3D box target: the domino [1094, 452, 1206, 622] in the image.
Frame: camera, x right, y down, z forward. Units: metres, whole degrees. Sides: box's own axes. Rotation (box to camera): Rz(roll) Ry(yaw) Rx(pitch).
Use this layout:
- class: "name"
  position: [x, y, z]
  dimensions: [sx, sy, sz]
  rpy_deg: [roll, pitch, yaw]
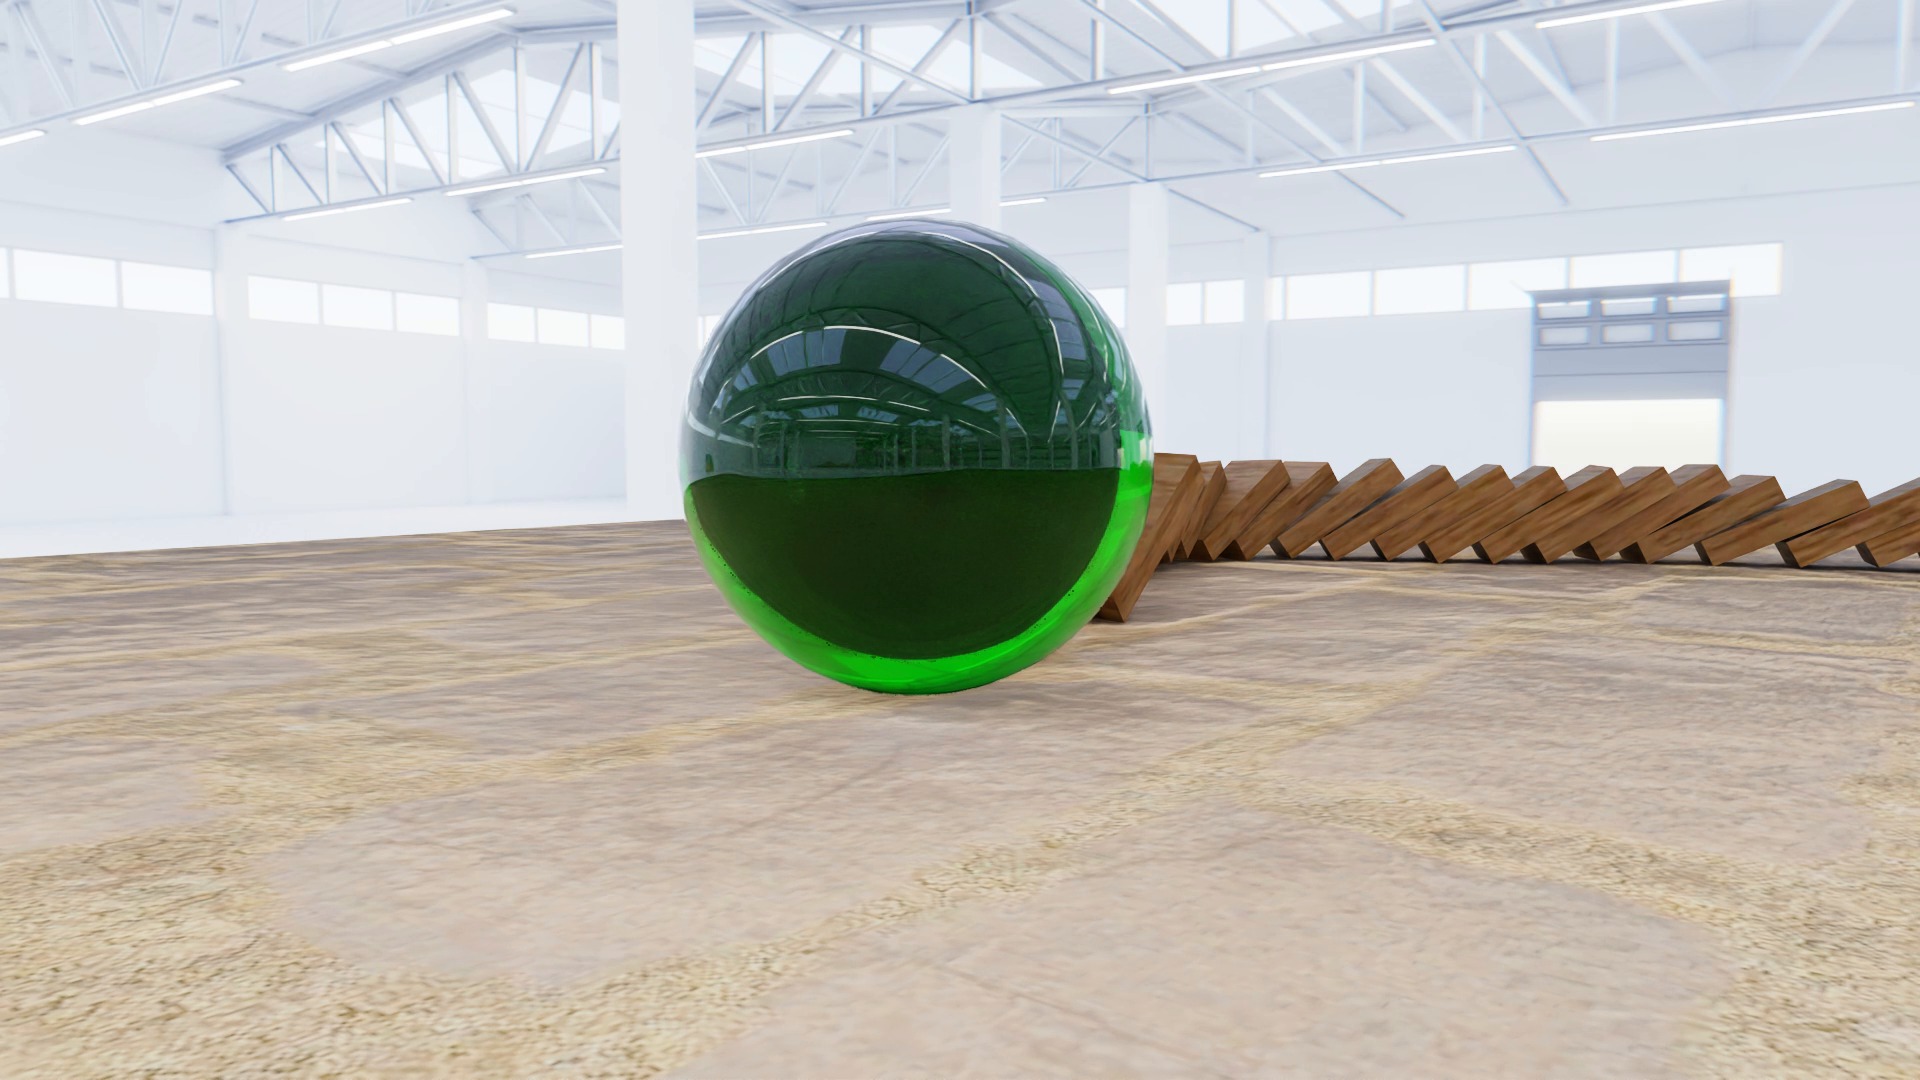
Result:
- class: "domino"
  position: [0.040, -0.002, 0.323]
  dimensions: [0.025, 0.009, 0.050]
  rpy_deg: [7, 48, 37]

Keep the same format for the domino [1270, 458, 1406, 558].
- class: "domino"
  position: [0.139, -0.012, 0.478]
  dimensions: [0.050, 0.009, 0.025]
  rpy_deg: [-35, 2, 2]

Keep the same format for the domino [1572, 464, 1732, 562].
- class: "domino"
  position: [0.246, -0.010, 0.462]
  dimensions: [0.050, 0.009, 0.025]
  rpy_deg: [-31, 0, 7]

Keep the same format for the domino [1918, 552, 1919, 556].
- class: "domino"
  position: [0.344, -0.003, 0.418]
  dimensions: [0.050, 0.009, 0.025]
  rpy_deg: [-24, -6, 25]

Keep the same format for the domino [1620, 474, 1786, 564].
- class: "domino"
  position: [0.264, -0.008, 0.460]
  dimensions: [0.050, 0.009, 0.025]
  rpy_deg: [-27, 0, 9]

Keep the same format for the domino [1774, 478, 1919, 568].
- class: "domino"
  position: [0.308, -0.007, 0.438]
  dimensions: [0.050, 0.009, 0.025]
  rpy_deg: [-29, -8, 21]

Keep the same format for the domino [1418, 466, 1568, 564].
- class: "domino"
  position: [0.191, -0.010, 0.464]
  dimensions: [0.050, 0.009, 0.025]
  rpy_deg: [-32, -1, 10]

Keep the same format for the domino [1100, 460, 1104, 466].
- class: "domino"
  position: [0.033, -0.002, 0.347]
  dimensions: [0.025, 0.009, 0.050]
  rpy_deg: [0, 42, 7]

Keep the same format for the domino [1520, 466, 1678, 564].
- class: "domino"
  position: [0.227, -0.009, 0.460]
  dimensions: [0.050, 0.009, 0.025]
  rpy_deg: [-31, 0, 7]

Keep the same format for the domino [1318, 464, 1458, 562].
- class: "domino"
  position: [0.156, -0.010, 0.473]
  dimensions: [0.050, 0.010, 0.025]
  rpy_deg: [-32, -1, 10]

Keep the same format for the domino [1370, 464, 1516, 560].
- class: "domino"
  position: [0.174, -0.010, 0.468]
  dimensions: [0.050, 0.009, 0.025]
  rpy_deg: [-32, -1, 10]

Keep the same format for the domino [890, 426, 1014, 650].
- class: "domino"
  position: [-0.001, -0.001, 0.274]
  dimensions: [0.025, 0.050, 0.009]
  rpy_deg: [0, -31, 1]

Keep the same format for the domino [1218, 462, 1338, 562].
- class: "domino"
  position: [0.115, -0.011, 0.482]
  dimensions: [0.050, 0.009, 0.025]
  rpy_deg: [-38, 18, -18]

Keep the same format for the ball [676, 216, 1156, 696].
- class: "ball"
  position: [-0.007, -0.014, 0.218]
  dimensions: [0.080, 0.080, 0.080]
  rpy_deg: [0, 4, 0]

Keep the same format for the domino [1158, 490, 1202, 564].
- class: "domino"
  position: [0.068, -0.010, 0.454]
  dimensions: [0.025, 0.010, 0.050]
  rpy_deg: [-5, 32, 29]

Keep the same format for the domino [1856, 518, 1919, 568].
- class: "domino"
  position: [0.328, -0.007, 0.426]
  dimensions: [0.050, 0.009, 0.025]
  rpy_deg: [-29, -9, 24]

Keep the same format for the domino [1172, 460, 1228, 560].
- class: "domino"
  position: [0.078, -0.011, 0.470]
  dimensions: [0.025, 0.009, 0.050]
  rpy_deg: [-4, 32, 33]

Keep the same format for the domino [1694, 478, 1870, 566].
- class: "domino"
  position: [0.285, -0.006, 0.449]
  dimensions: [0.050, 0.009, 0.025]
  rpy_deg: [-26, -6, 21]

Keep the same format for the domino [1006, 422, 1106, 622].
- class: "domino"
  position: [0.017, -0.005, 0.317]
  dimensions: [0.025, 0.050, 0.009]
  rpy_deg: [3, -25, 36]

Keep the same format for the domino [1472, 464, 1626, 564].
- class: "domino"
  position: [0.209, -0.009, 0.459]
  dimensions: [0.050, 0.009, 0.025]
  rpy_deg: [-31, 0, 11]

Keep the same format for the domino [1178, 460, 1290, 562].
- class: "domino"
  position: [0.098, -0.012, 0.477]
  dimensions: [0.050, 0.010, 0.025]
  rpy_deg: [-42, 24, -26]
